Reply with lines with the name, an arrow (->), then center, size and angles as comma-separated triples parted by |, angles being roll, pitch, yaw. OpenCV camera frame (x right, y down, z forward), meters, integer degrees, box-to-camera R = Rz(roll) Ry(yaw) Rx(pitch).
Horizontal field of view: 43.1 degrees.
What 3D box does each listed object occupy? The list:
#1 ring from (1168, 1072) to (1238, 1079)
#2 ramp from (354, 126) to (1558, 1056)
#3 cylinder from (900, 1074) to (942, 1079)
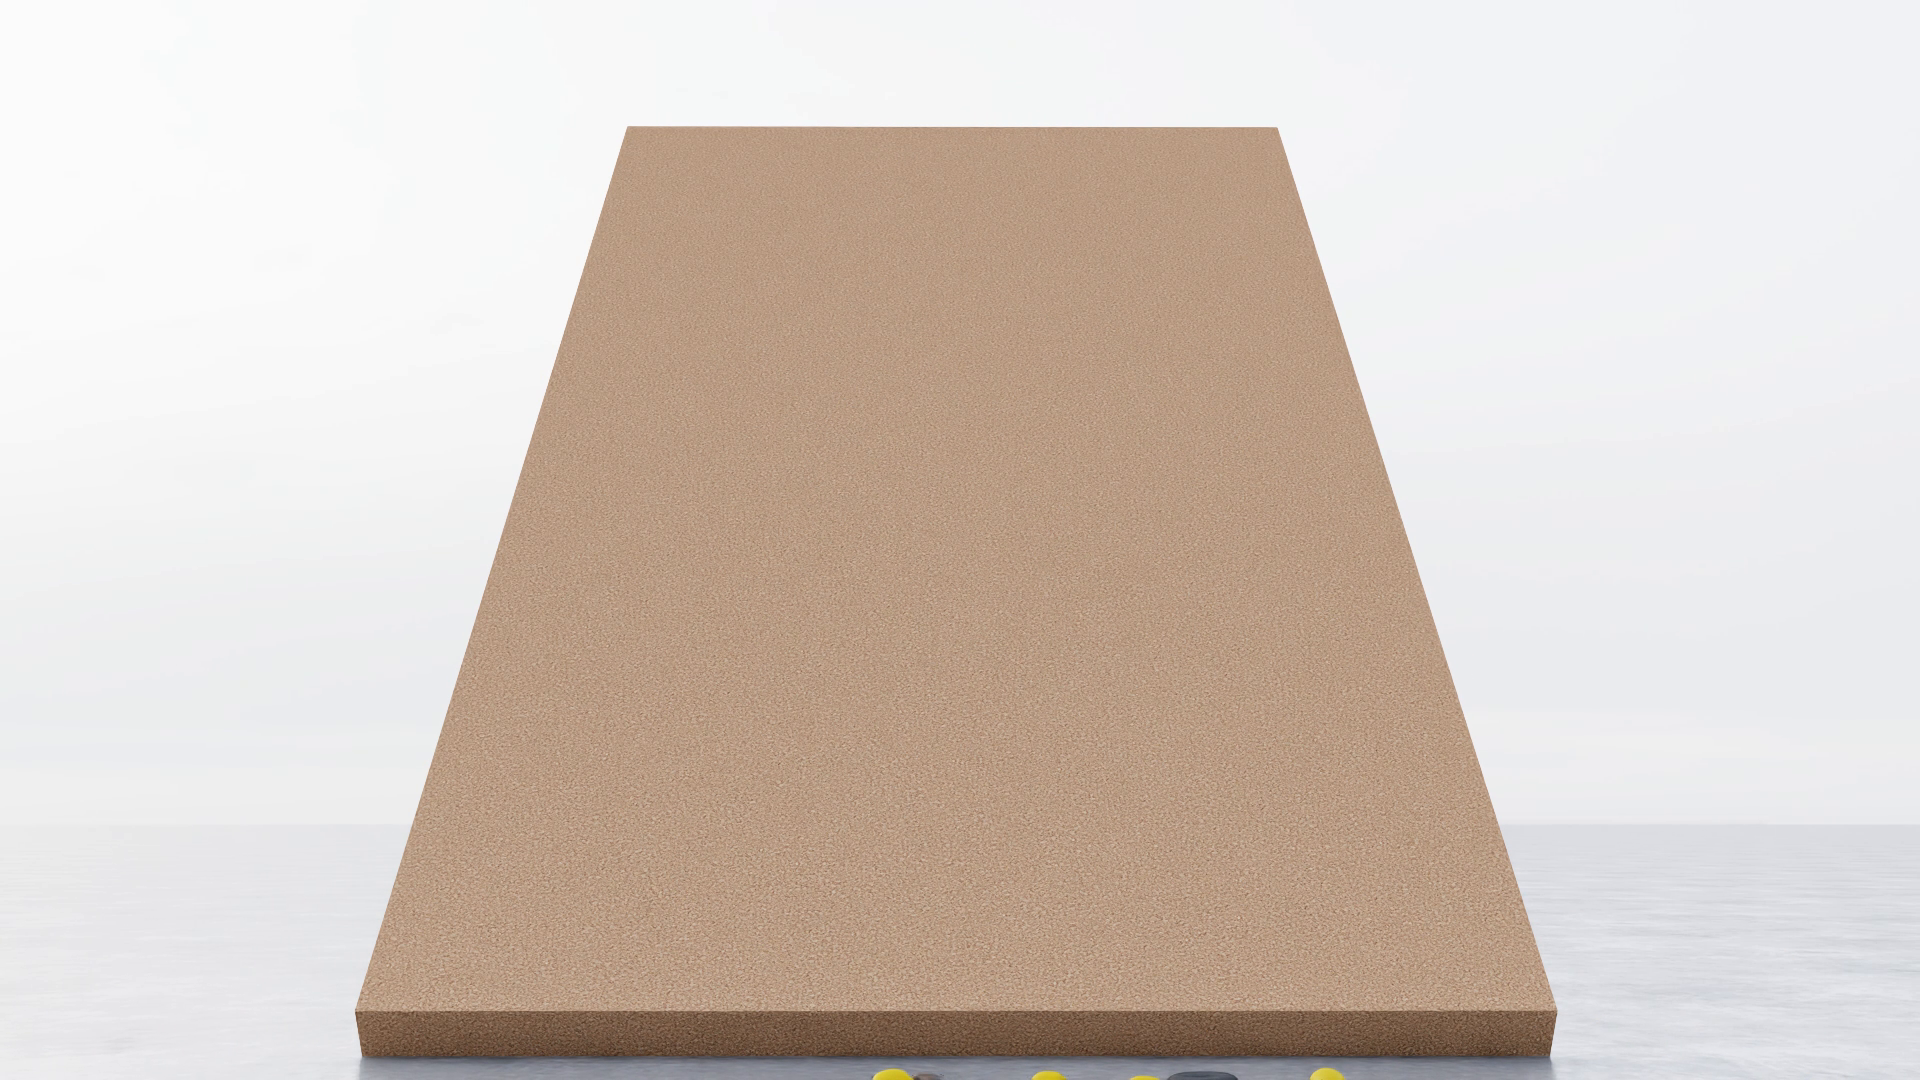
ring -> 0.345, 0.778, 3.453 | 0.108, 0.036, 0.108 | -1, -5, 0
ramp -> -0.014, -0.202, 5.780 | 2.000, 0.100, 4.000 | 0, 31, 0
cylinder -> -0.053, 0.743, 3.244 | 0.057, 0.057, 0.057 | -3, -11, 24
